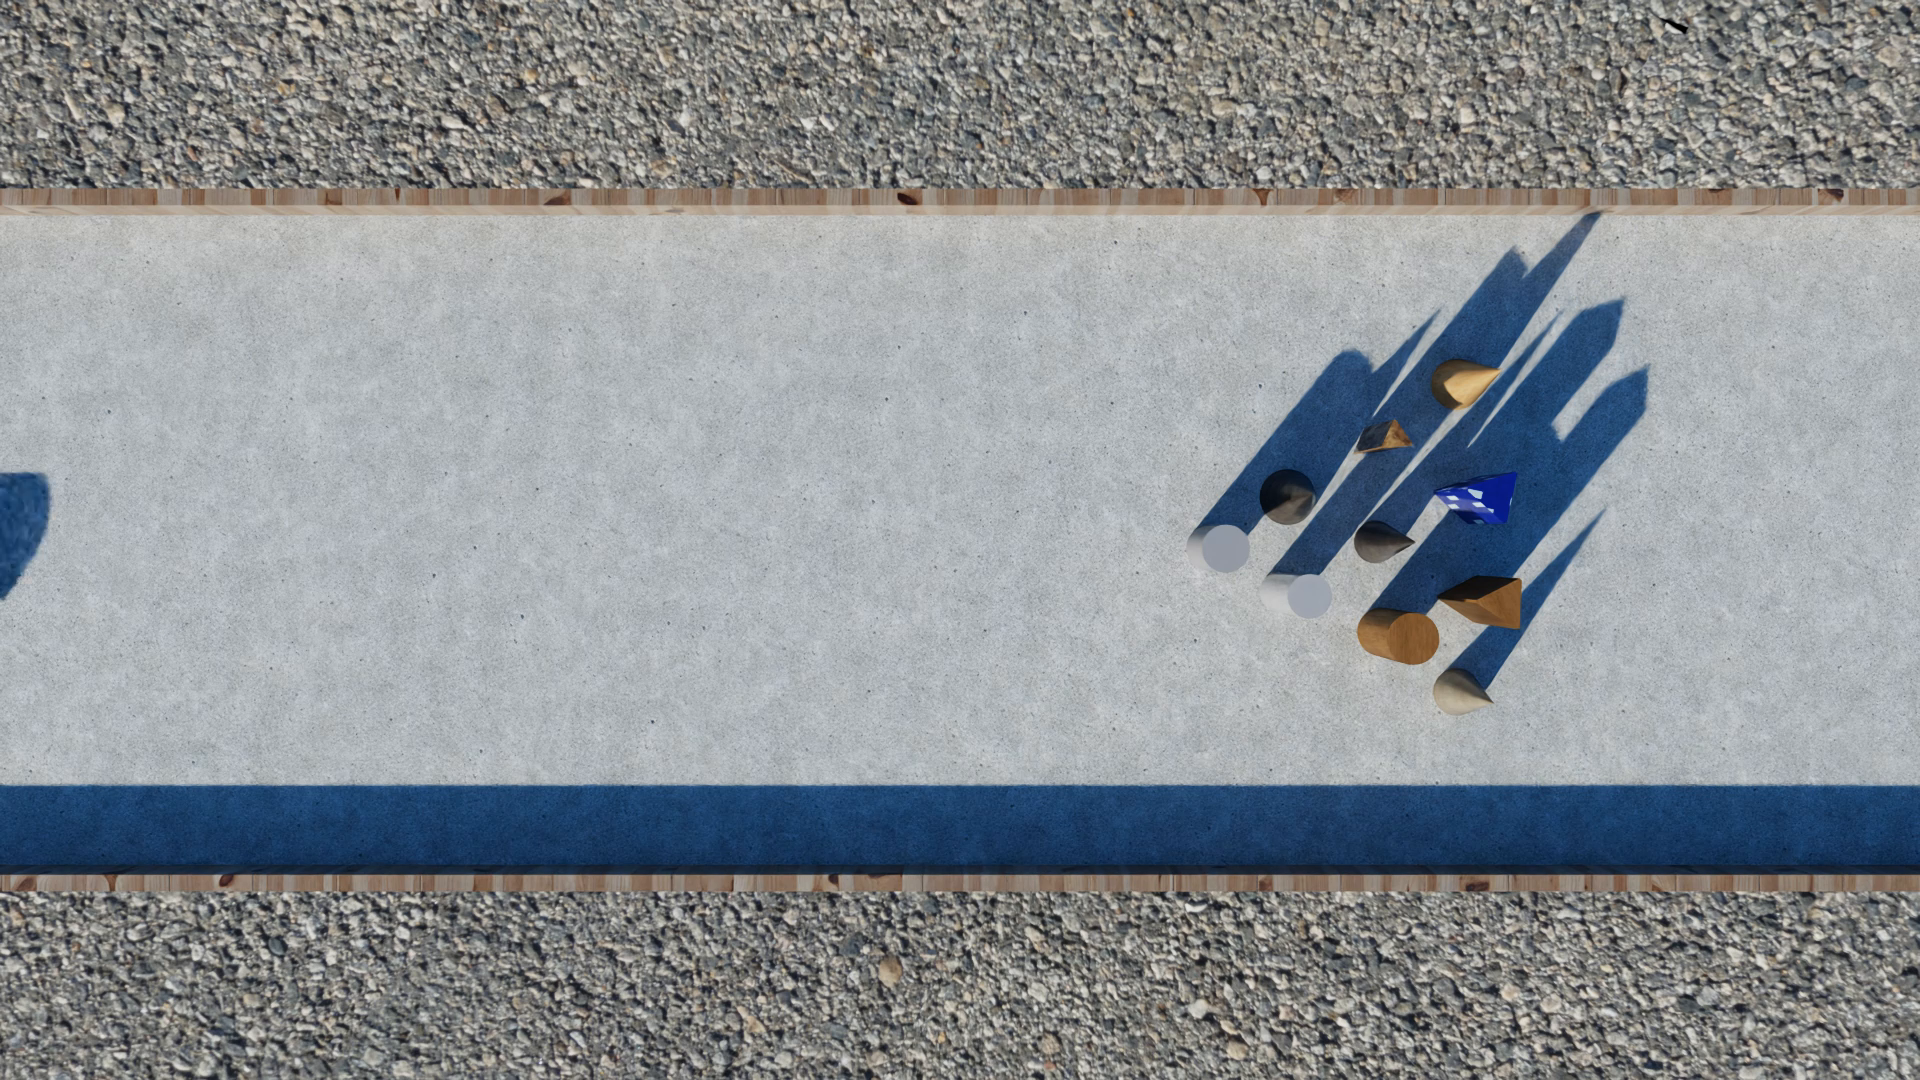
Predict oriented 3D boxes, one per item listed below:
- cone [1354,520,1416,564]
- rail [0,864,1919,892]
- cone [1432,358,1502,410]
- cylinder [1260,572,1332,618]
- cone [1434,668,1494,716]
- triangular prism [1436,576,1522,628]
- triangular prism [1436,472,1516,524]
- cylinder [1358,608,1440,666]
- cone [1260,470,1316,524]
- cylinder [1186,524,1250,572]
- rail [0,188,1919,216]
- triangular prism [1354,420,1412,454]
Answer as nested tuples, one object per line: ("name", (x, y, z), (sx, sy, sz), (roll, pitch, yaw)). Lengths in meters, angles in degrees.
("cone", (1.278, 0.006, 4.848), (0.132, 0.457, 0.132), (0, 90, 0))
("rail", (-2.247, 1.025, 5.001), (12.000, 0.150, 0.050), (0, 90, 0))
("cone", (1.529, -0.480, 4.862), (0.158, 0.430, 0.158), (0, 90, 0))
("cylinder", (0.985, 0.159, 4.861), (0.126, 0.430, 0.126), (0, 90, 0))
("cone", (1.529, 0.468, 4.898), (0.146, 0.357, 0.146), (0, 90, 0))
("triangular prism", (1.560, 0.162, 4.881), (0.143, 0.392, 0.124), (33, 90, 0))
("triangular prism", (1.556, -0.146, 4.909), (0.149, 0.335, 0.129), (42, 90, 0))
("cylinder", (1.297, 0.283, 4.898), (0.150, 0.357, 0.150), (0, 90, 0))
("cone", (1.009, -0.132, 4.894), (0.172, 0.365, 0.172), (0, 90, 0))
("cylinder", (0.766, 0.025, 4.912), (0.139, 0.329, 0.139), (0, 90, 0))
("rail", (-2.247, -1.025, 5.002), (12.000, 0.150, 0.050), (0, 90, 0))
("triangular prism", (1.252, -0.308, 4.906), (0.089, 0.340, 0.077), (-5, 90, 0))
